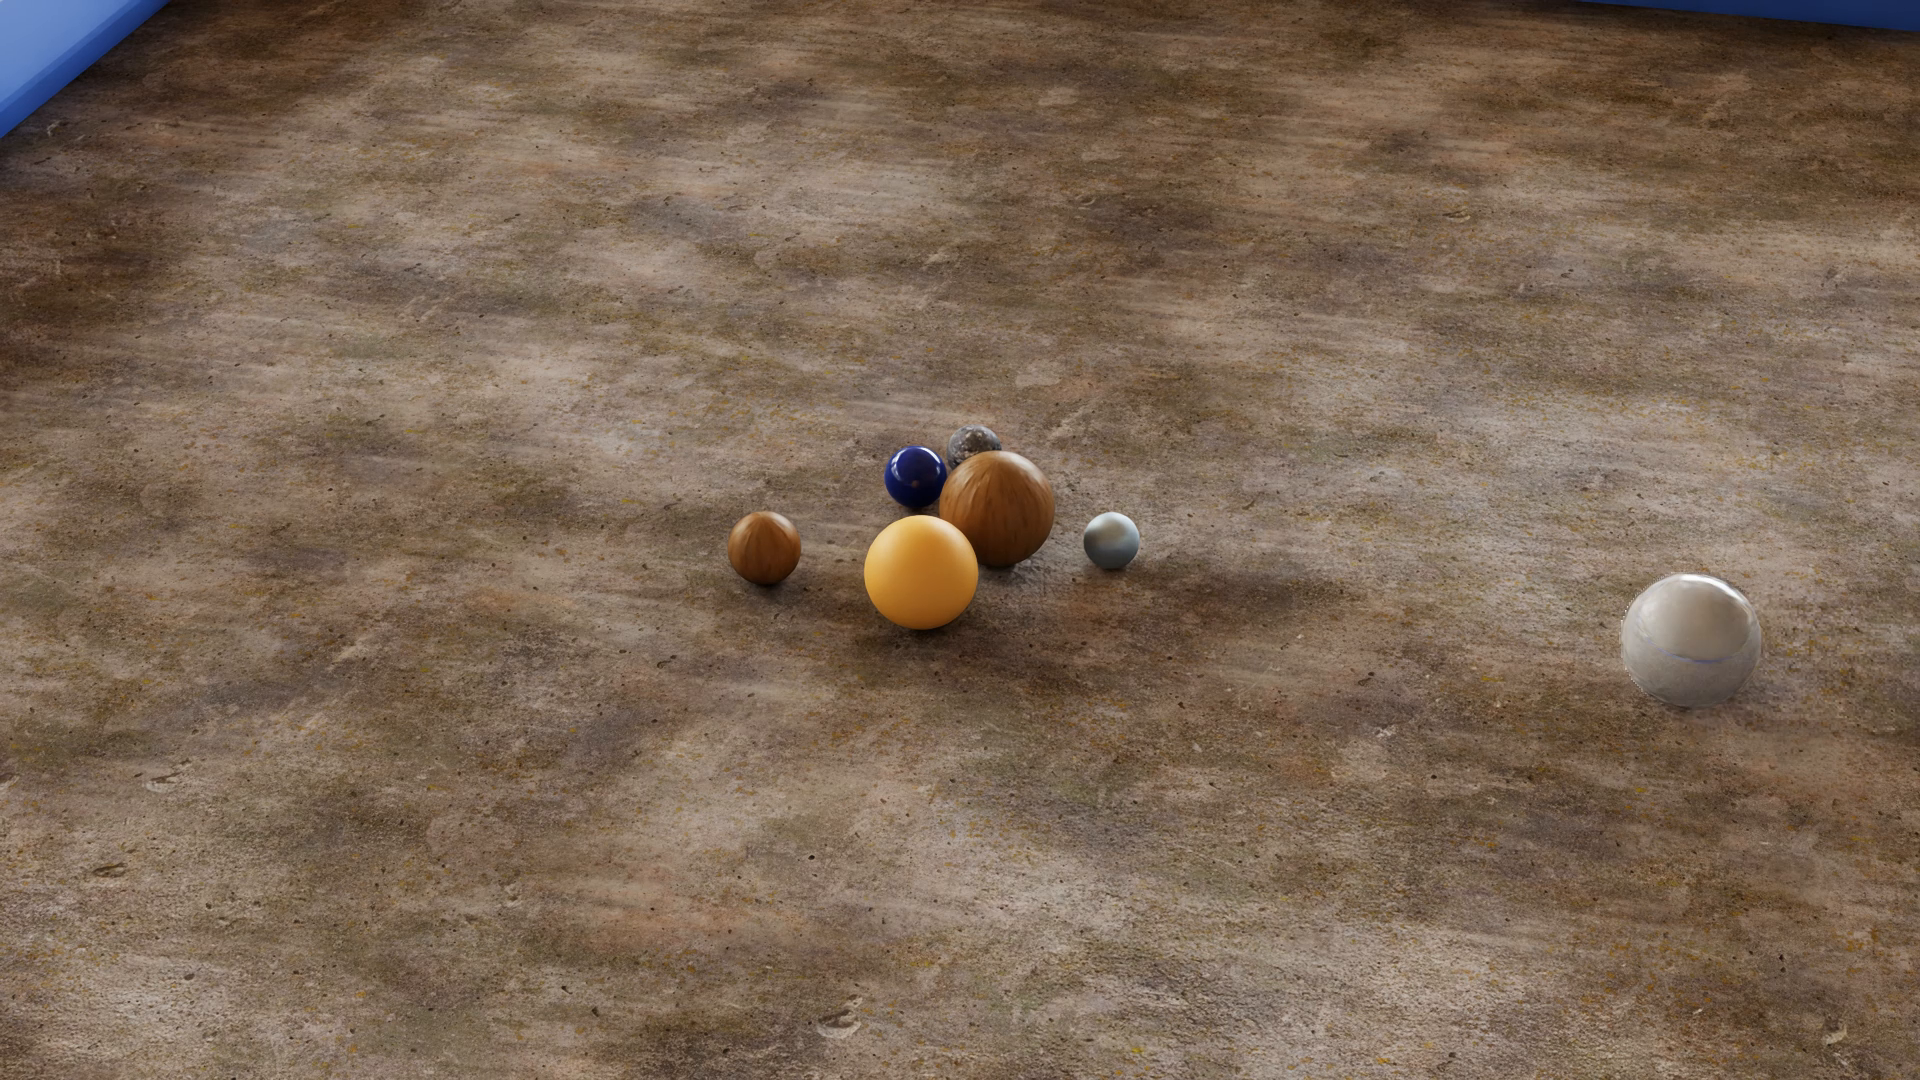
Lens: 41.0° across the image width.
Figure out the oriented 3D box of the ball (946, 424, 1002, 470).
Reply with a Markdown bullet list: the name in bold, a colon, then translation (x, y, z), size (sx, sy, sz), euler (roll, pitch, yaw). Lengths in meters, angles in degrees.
- **ball**: translation (0.011, -0.067, 1.954), size (0.043, 0.043, 0.043), euler (0, 35, 0)

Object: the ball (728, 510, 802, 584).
- **ball**: translation (-0.140, 0.006, 1.840), size (0.053, 0.053, 0.053), euler (0, 35, 0)

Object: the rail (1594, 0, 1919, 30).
- **rail**: translation (1.295, -0.522, 2.543), size (4.233, 0.117, 0.045), euler (8, 35, 11)

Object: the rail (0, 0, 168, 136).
- **rail**: translation (-1.007, -0.161, 2.023), size (0.045, 0.117, 2.342), euler (8, 35, 11)

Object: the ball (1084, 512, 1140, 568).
- **ball**: translation (0.110, 0.000, 1.858), size (0.041, 0.041, 0.041), euler (0, 35, 0)

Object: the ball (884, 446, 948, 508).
- **ball**: translation (-0.033, -0.047, 1.922), size (0.047, 0.047, 0.047), euler (0, 35, 0)

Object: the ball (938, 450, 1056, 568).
- **ball**: translation (0.027, -0.023, 1.854), size (0.084, 0.084, 0.084), euler (0, 35, 0)

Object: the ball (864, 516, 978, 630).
- **ball**: translation (-0.027, 0.023, 1.792), size (0.080, 0.080, 0.080), euler (0, 35, 0)

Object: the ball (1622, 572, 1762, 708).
- **ball**: translation (0.490, 0.067, 1.719), size (0.090, 0.090, 0.090), euler (0, 35, 0)
